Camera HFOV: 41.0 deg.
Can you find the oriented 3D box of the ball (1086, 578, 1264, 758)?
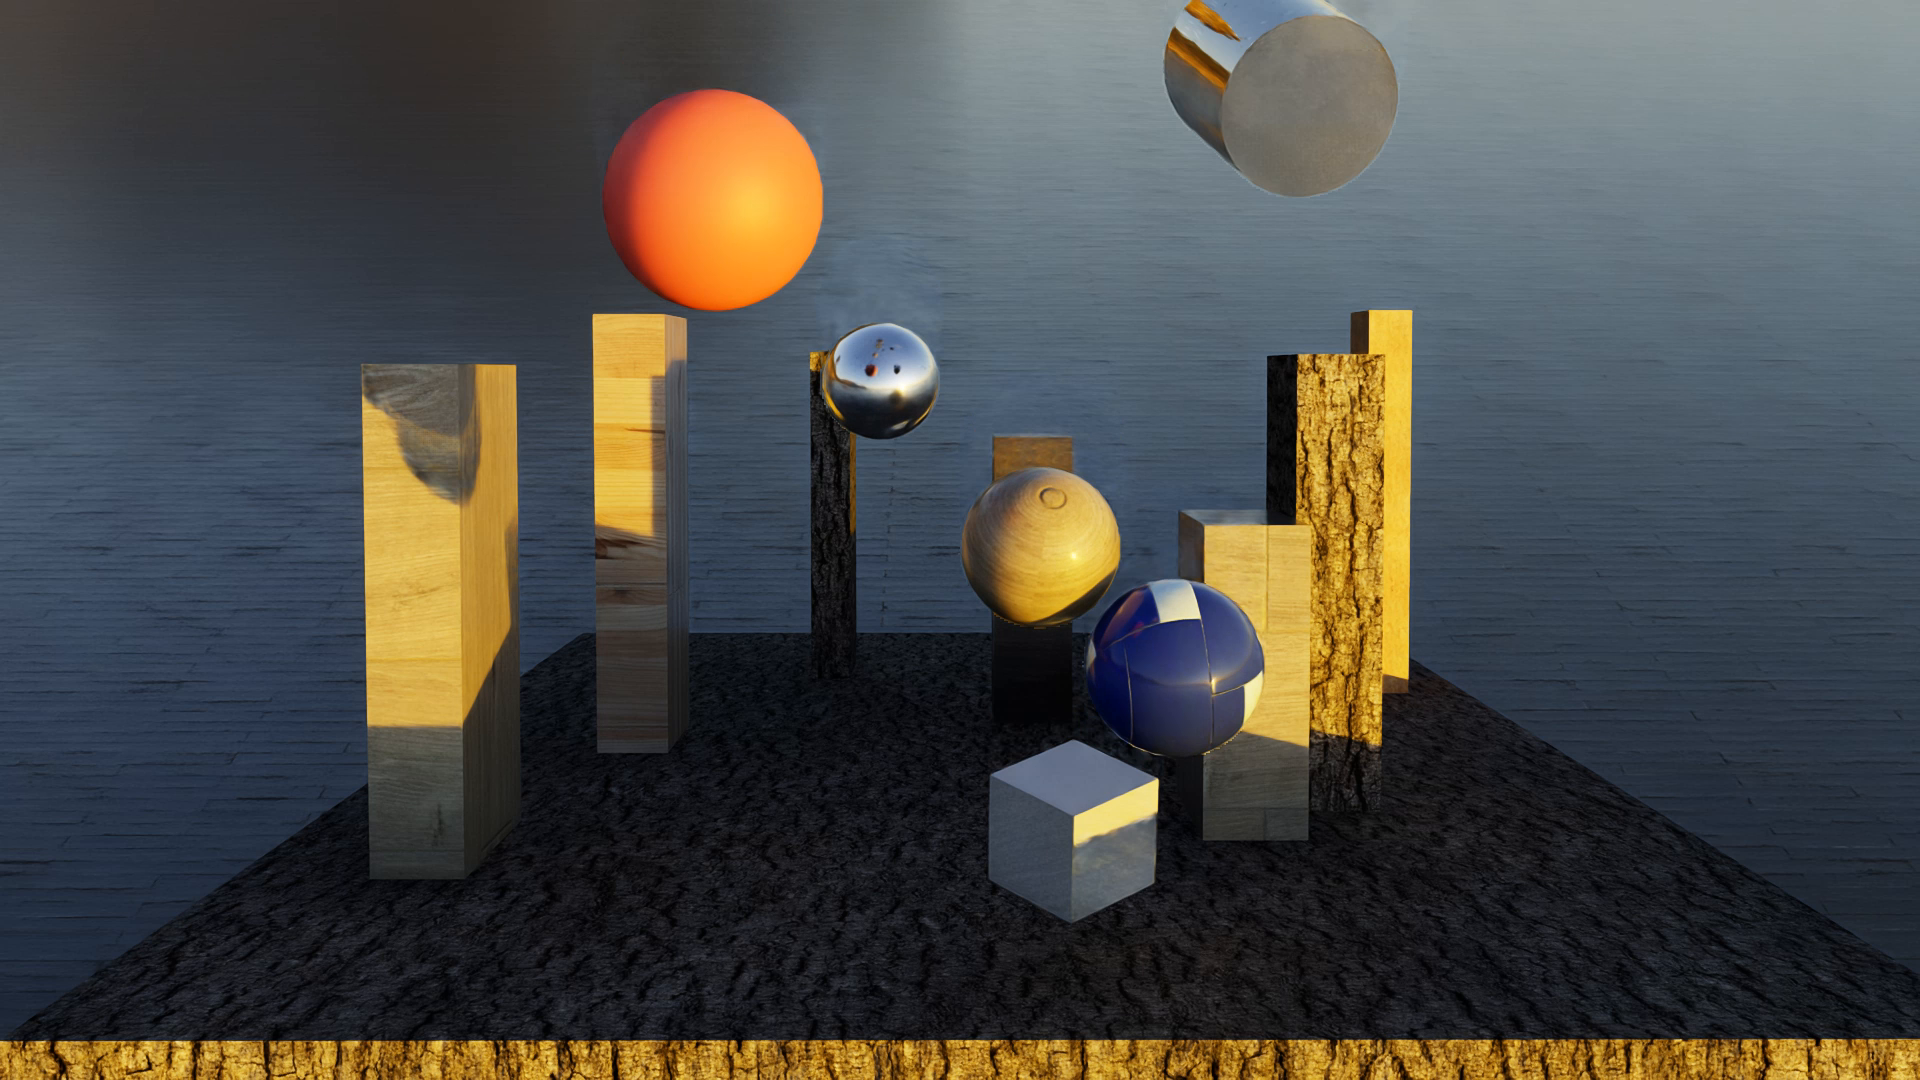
[{"bbox_3d":[0.213,0.126,2.545,0.177,0.177,0.177,0,20,0],"label":"ball"}]

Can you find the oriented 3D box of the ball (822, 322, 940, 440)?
[{"bbox_3d":[-0.088,-0.177,2.853,0.130,0.130,0.130,0,20,0],"label":"ball"}]

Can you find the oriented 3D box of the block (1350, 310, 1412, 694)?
[{"bbox_3d":[0.878,-0.085,5.383,0.088,0.786,0.246,0,4,0],"label":"block"}]

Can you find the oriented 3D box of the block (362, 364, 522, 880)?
[{"bbox_3d":[-0.708,0.094,3.544,0.123,0.670,0.441,0,4,0],"label":"block"}]

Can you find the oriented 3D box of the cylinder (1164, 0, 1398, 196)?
[{"bbox_3d":[0.284,-0.409,2.293,0.162,0.162,0.162,-5,26,-13],"label":"cylinder"}]

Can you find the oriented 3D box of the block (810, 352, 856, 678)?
[{"bbox_3d":[-0.279,-0.062,5.680,0.085,0.703,0.320,0,4,0],"label":"block"}]

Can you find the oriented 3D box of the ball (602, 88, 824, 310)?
[{"bbox_3d":[-0.230,-0.316,2.391,0.205,0.205,0.205,0,20,0],"label":"ball"}]

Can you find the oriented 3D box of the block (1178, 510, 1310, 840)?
[{"bbox_3d":[0.416,0.188,3.817,0.149,0.445,0.422,0,4,0],"label":"block"}]

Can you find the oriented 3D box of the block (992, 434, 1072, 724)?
[{"bbox_3d":[0.137,0.067,4.959,0.148,0.539,0.288,0,4,0],"label":"block"}]

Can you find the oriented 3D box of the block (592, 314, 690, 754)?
[{"bbox_3d":[-0.569,-0.021,4.616,0.123,0.759,0.365,0,4,0],"label":"block"}]

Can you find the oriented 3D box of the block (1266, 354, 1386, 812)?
[{"bbox_3d":[0.567,0.054,4.024,0.131,0.686,0.369,0,4,0],"label":"block"}]

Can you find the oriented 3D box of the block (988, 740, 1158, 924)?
[{"bbox_3d":[0.135,0.348,3.083,0.142,0.142,0.142,-19,29,-39],"label":"block"}]

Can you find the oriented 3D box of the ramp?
[{"bbox_3d":[0.046,0.415,4.536,2.000,0.100,4.000,0,4,0],"label":"ramp"}]

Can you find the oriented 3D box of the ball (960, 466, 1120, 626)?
[{"bbox_3d":[0.082,0.007,2.590,0.161,0.161,0.161,0,20,0],"label":"ball"}]
